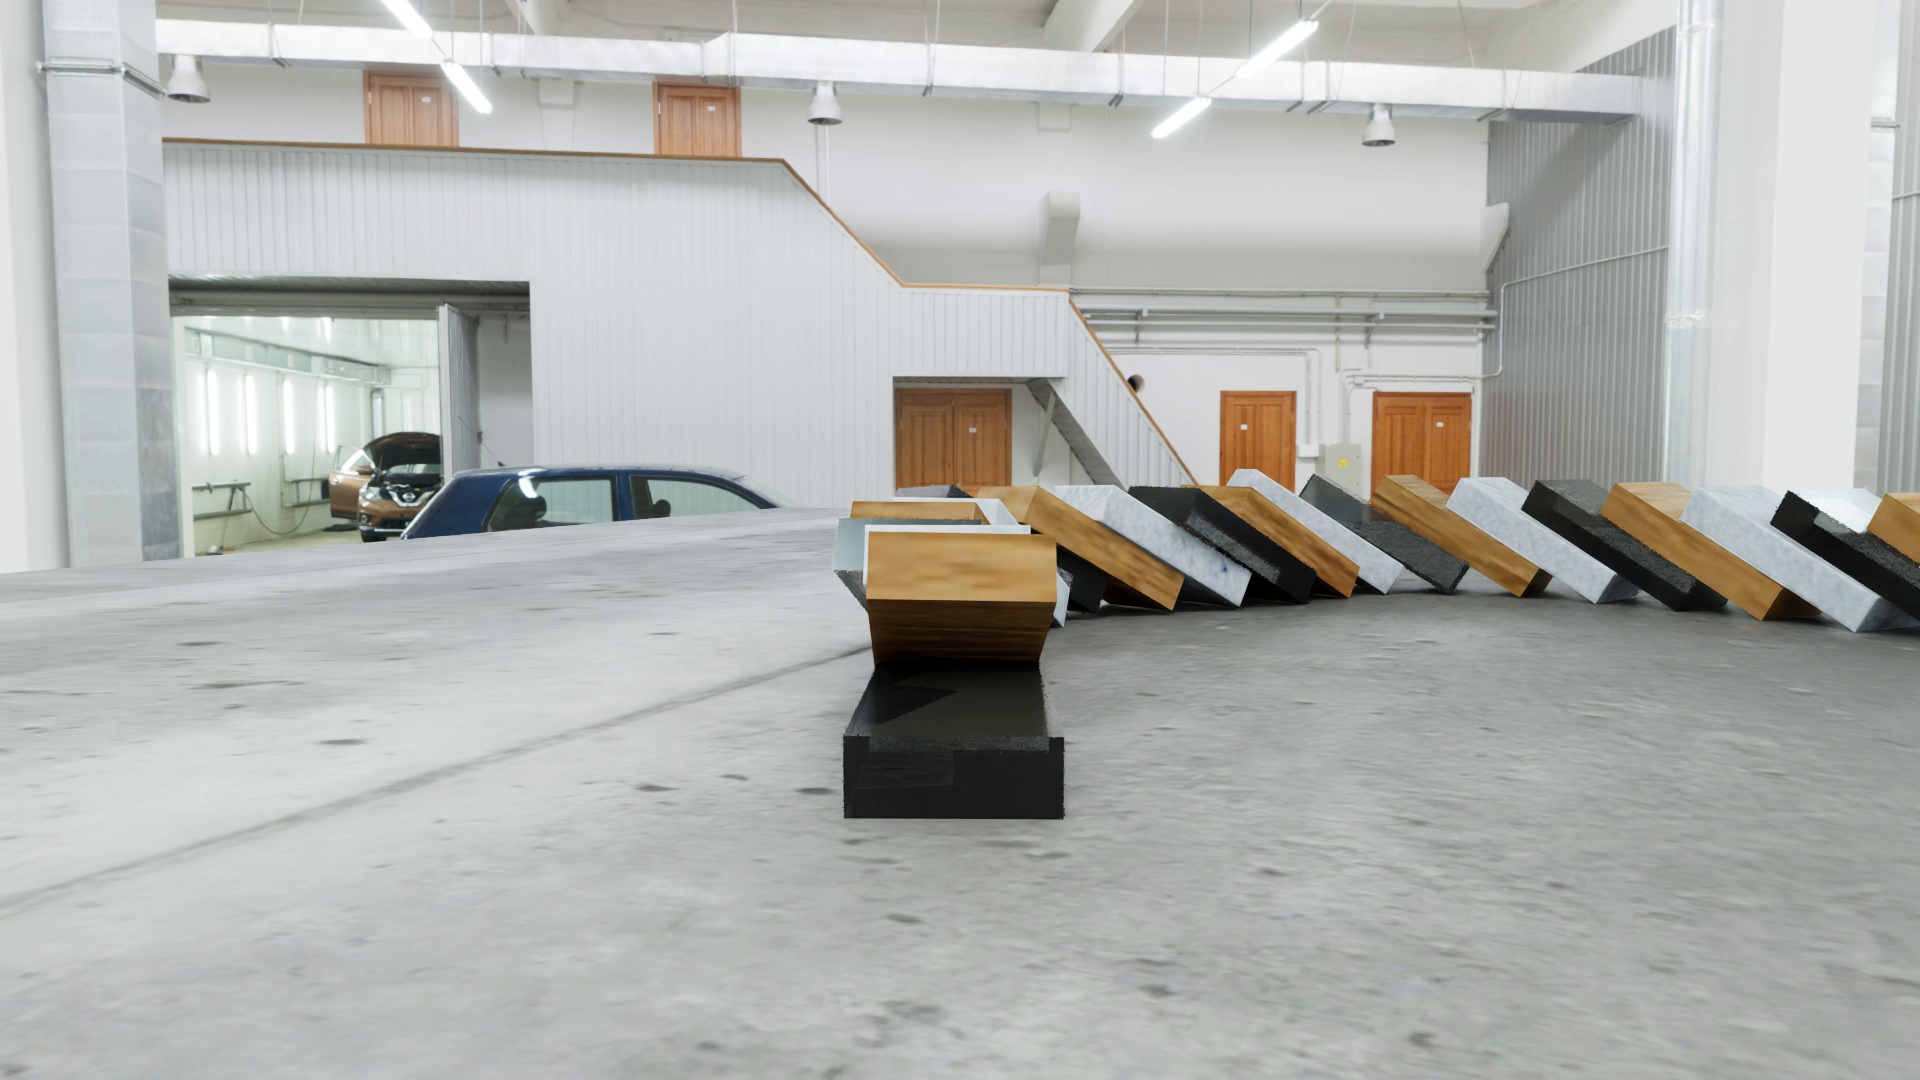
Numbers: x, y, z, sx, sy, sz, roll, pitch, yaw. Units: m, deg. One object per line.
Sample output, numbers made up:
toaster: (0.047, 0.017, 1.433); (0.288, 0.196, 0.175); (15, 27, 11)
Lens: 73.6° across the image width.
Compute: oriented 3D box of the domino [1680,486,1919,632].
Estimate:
domino: (0.205, 0.003, 0.312); (0.025, 0.009, 0.050); (-2, 33, -24)

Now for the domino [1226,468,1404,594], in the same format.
domino: (0.101, -0.003, 0.372); (0.050, 0.009, 0.025); (33, 3, -2)

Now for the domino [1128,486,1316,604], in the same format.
domino: (0.068, 0.001, 0.337); (0.050, 0.009, 0.025); (30, -13, -32)

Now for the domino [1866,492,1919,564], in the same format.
domino: (0.225, 0.006, 0.273); (0.025, 0.009, 0.050); (-1, 32, -14)

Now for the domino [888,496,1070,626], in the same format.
domino: (0.005, 0.006, 0.284); (0.025, 0.010, 0.050); (2, -23, 24)

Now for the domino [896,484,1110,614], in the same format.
domino: (0.009, 0.003, 0.311); (0.050, 0.009, 0.025); (29, -15, -28)

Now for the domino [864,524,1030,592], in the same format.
domino: (-0.002, 0.011, 0.216); (0.025, 0.009, 0.050); (0, -21, 1)

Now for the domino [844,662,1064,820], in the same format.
domino: (0.000, 0.025, 0.170); (0.025, 0.010, 0.050); (0, 4, 1)

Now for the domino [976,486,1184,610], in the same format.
domino: (0.029, 0.002, 0.319); (0.050, 0.009, 0.025); (29, -14, -28)

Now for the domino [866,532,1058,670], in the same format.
domino: (0.000, 0.013, 0.193); (0.025, 0.009, 0.050); (1, -21, -1)

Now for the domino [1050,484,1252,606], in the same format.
domino: (0.048, 0.002, 0.328); (0.050, 0.009, 0.025); (29, -13, -28)

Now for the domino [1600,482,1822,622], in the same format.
domino: (0.194, 0.002, 0.330); (0.025, 0.009, 0.050); (-2, 33, -28)

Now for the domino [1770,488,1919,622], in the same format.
domino: (0.216, 0.005, 0.293); (0.025, 0.009, 0.050); (-1, 32, -19)

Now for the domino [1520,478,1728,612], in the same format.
domino: (0.181, 0.000, 0.347); (0.025, 0.010, 0.050); (-3, 34, -34)

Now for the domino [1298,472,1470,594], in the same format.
domino: (0.124, -0.003, 0.377); (0.050, 0.009, 0.025); (34, 14, 14)

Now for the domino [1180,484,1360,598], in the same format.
domino: (0.084, 0.001, 0.351); (0.050, 0.010, 0.025); (30, -14, -33)

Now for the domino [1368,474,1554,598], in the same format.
domino: (0.147, -0.002, 0.374); (0.050, 0.009, 0.025); (38, 25, 31)

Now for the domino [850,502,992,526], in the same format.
domino: (-0.002, 0.007, 0.263); (0.025, 0.009, 0.050); (1, -23, 19)

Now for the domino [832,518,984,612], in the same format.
domino: (-0.005, 0.010, 0.241); (0.025, 0.010, 0.050); (1, -21, 11)

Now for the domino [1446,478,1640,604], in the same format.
domino: (0.166, -0.001, 0.362); (0.025, 0.009, 0.050); (-3, 34, -40)
